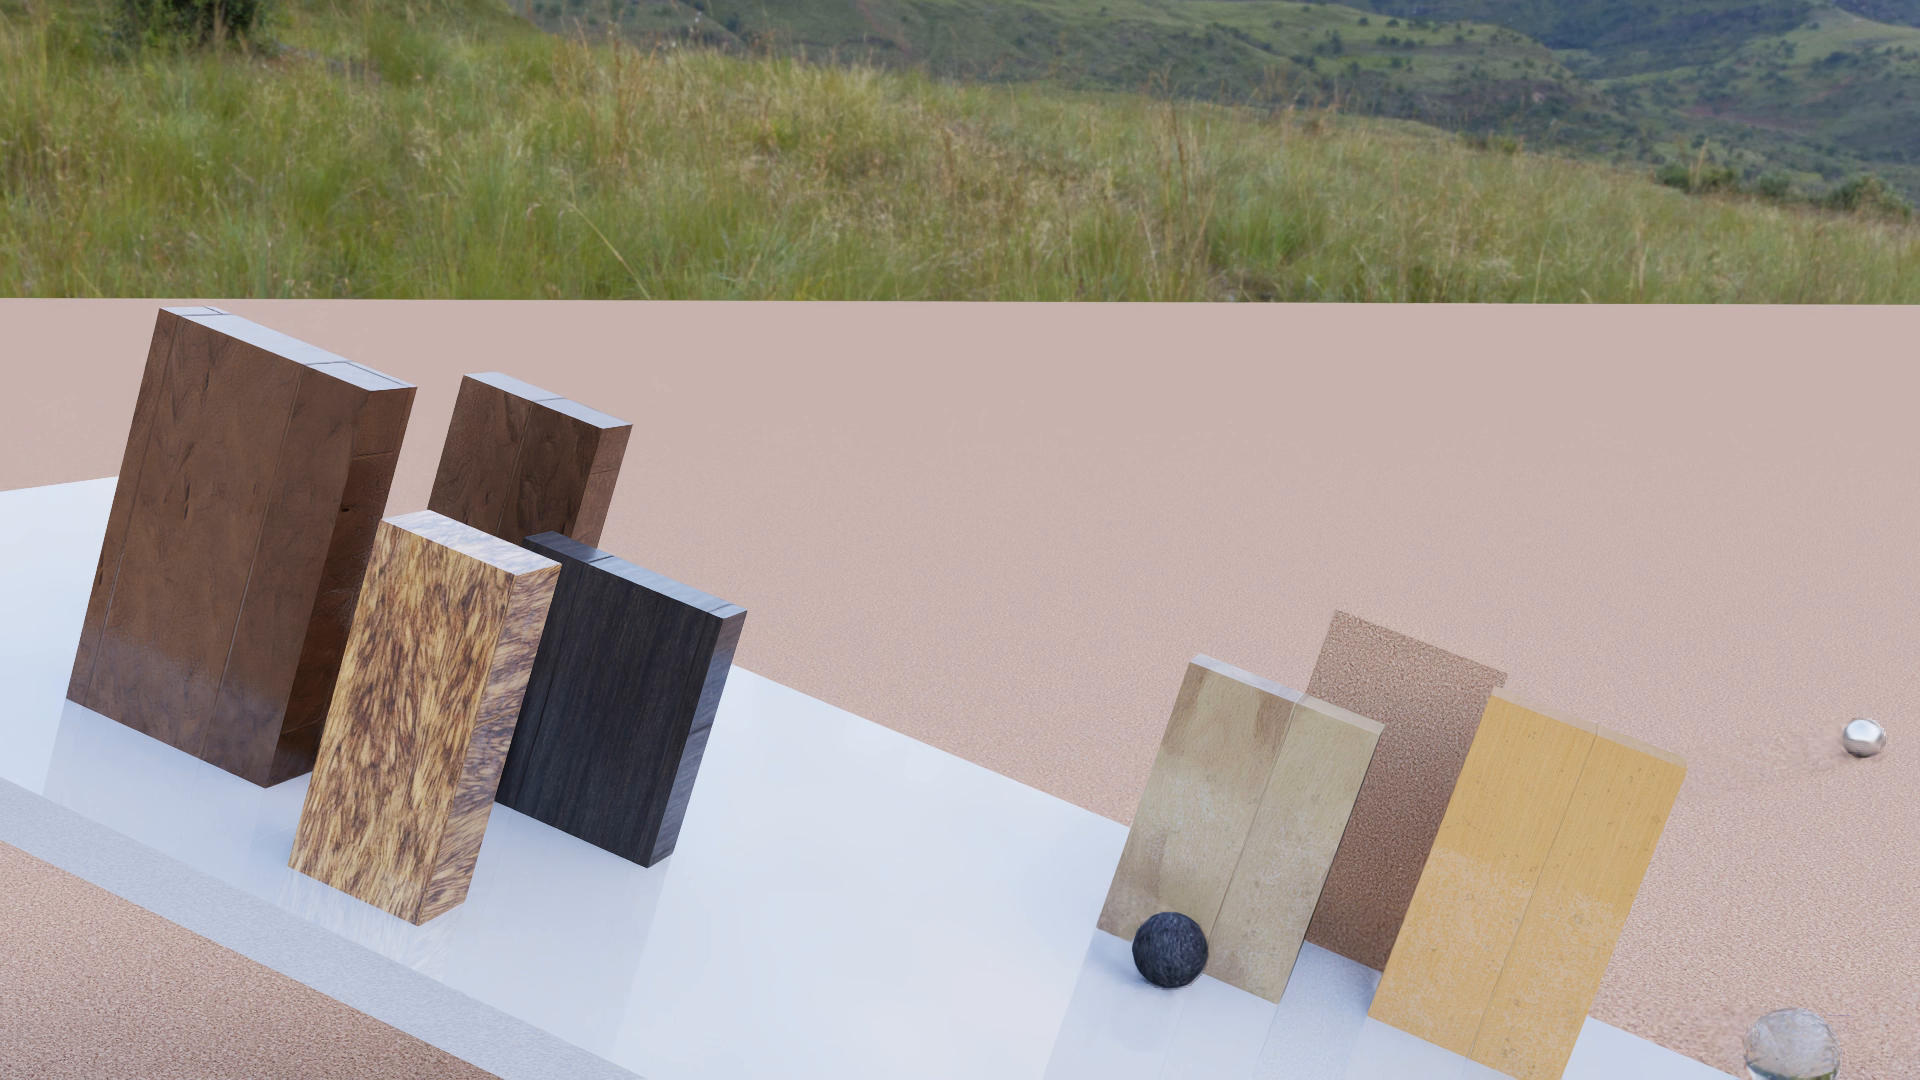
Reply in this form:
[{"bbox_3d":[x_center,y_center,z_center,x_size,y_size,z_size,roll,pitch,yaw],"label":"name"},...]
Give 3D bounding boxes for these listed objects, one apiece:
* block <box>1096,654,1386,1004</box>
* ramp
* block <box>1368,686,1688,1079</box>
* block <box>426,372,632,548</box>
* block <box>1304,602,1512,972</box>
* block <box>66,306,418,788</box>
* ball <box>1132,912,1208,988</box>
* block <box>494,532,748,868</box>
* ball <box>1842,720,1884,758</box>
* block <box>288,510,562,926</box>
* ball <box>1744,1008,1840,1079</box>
[{"bbox_3d":[0.547,0.564,4.315,0.386,0.575,0.103,21,12,14],"label":"block"},{"bbox_3d":[-0.350,0.655,4.221,4.000,0.100,2.000,21,12,14],"label":"ramp"},{"bbox_3d":[1.105,0.683,4.306,0.385,0.697,0.105,21,12,14],"label":"block"},{"bbox_3d":[-0.912,0.025,4.413,0.315,0.651,0.135,21,12,14],"label":"block"},{"bbox_3d":[0.865,0.525,4.670,0.372,0.695,0.124,21,12,14],"label":"block"},{"bbox_3d":[-1.251,0.008,3.816,0.423,0.722,0.148,21,12,14],"label":"block"},{"bbox_3d":[0.399,0.779,4.178,0.143,0.143,0.143,0,7,0],"label":"ball"},{"bbox_3d":[-0.657,0.287,4.005,0.409,0.487,0.110,21,12,14],"label":"block"},{"bbox_3d":[3.463,0.762,8.434,0.149,0.149,0.149,0,7,0],"label":"ball"},{"bbox_3d":[-0.851,0.279,3.491,0.247,0.595,0.145,21,12,14],"label":"block"},{"bbox_3d":[1.867,1.155,4.937,0.203,0.203,0.203,0,7,0],"label":"ball"}]
